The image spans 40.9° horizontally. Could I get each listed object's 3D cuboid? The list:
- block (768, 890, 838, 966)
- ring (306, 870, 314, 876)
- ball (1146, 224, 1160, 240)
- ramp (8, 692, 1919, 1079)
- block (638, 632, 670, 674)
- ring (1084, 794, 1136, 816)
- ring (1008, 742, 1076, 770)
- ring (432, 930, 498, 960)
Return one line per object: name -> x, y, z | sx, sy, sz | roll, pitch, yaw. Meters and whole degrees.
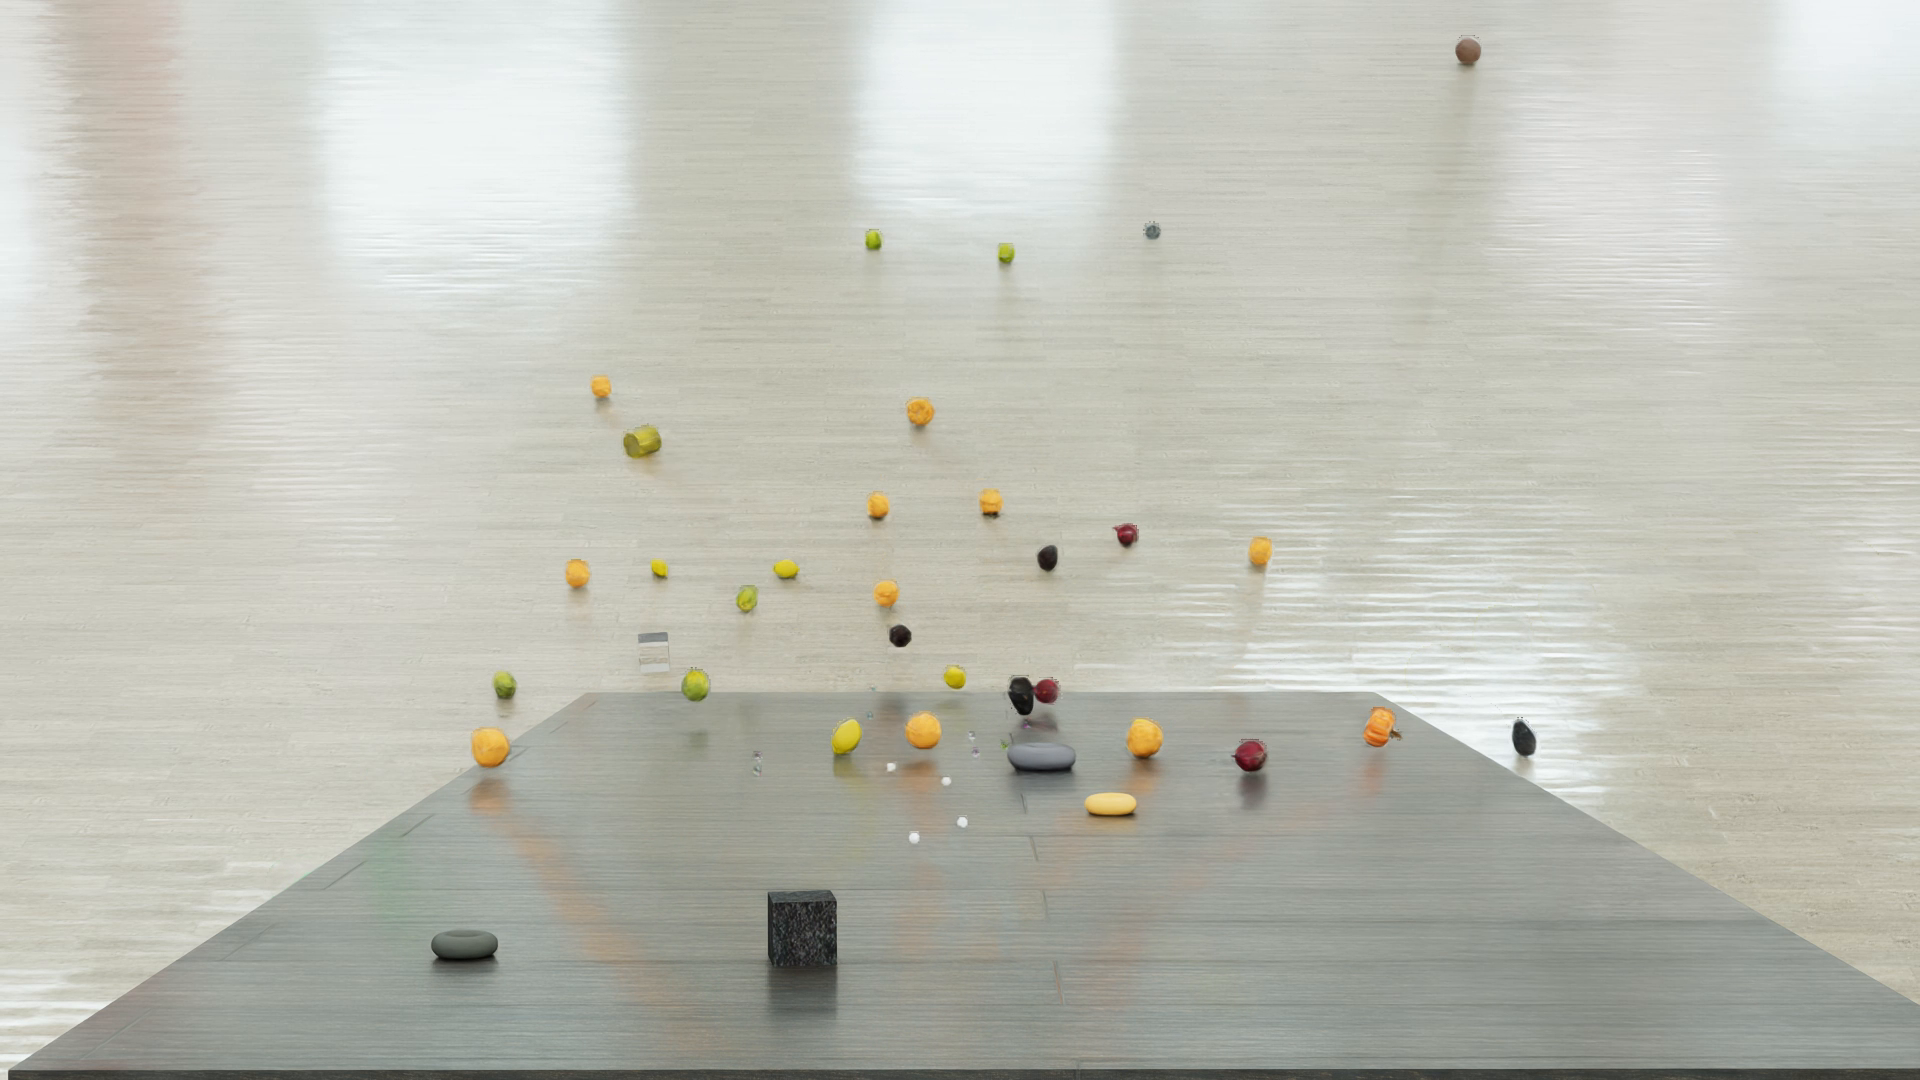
block -> -0.190, 0.467, 3.100 | 0.076, 0.076, 0.076 | 0, 2, -9
ring -> -1.424, 0.783, 5.823 | 0.128, 0.043, 0.128 | 12, 18, -4
ball -> 0.768, -1.226, 10.257 | 0.062, 0.062, 0.062 | 0, 24, 0
ramp -> 0.056, 0.505, 4.549 | 2.000, 0.100, 4.000 | 0, 2, 0
block -> -0.816, 0.300, 6.866 | 0.078, 0.078, 0.078 | -4, 25, -8
ring -> 0.255, 0.447, 4.358 | 0.088, 0.029, 0.088 | -1, 3, 0
ring -> 0.158, 0.418, 4.980 | 0.133, 0.044, 0.133 | 1, 1, 0
ring -> -0.601, 0.491, 3.127 | 0.080, 0.027, 0.080 | 1, 1, 0
